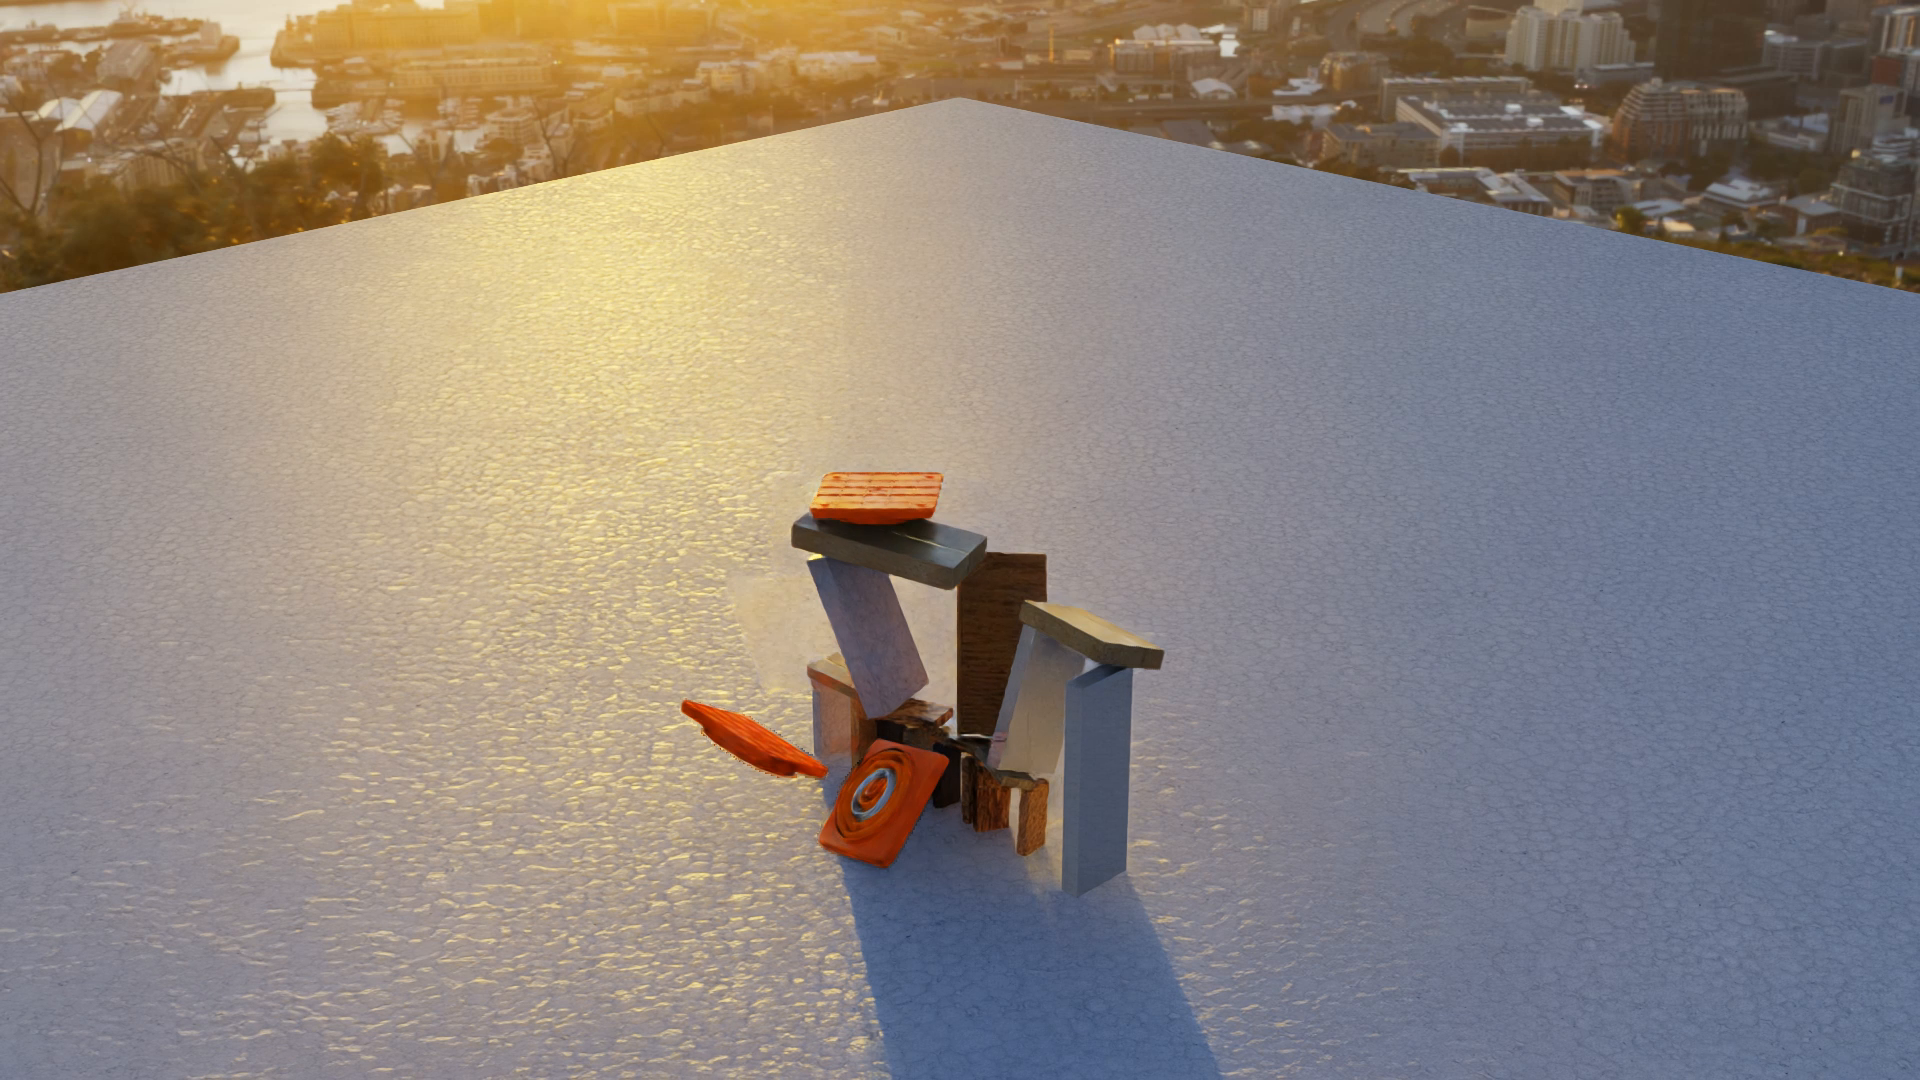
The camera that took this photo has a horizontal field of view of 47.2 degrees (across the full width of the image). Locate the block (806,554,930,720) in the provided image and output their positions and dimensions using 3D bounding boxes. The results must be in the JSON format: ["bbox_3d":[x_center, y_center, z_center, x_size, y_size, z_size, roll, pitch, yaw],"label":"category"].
[{"bbox_3d":[-0.185,0.169,4.477,0.049,0.349,0.175,-14,12,34],"label":"block"}]

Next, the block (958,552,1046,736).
[{"bbox_3d":[0.086,0.211,4.457,0.175,0.366,0.049,2,-9,-10],"label":"block"}]

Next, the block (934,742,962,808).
[{"bbox_3d":[-0.025,0.472,4.465,0.019,0.132,0.066,7,13,37],"label":"block"}]

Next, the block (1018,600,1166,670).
[{"bbox_3d":[0.247,0.179,4.163,0.141,0.040,0.283,9,10,-33],"label":"block"}]

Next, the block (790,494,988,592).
[{"bbox_3d":[-0.141,0.003,4.394,0.349,0.049,0.175,15,27,18],"label":"block"}]

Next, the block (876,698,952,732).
[{"bbox_3d":[-0.101,0.352,4.499,0.154,0.022,0.077,10,24,29],"label":"block"}]

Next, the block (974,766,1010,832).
[{"bbox_3d":[0.064,0.512,4.375,0.070,0.139,0.020,-7,25,-17],"label":"block"}]

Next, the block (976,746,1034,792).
[{"bbox_3d":[0.087,0.445,4.294,0.070,0.020,0.140,13,15,-25],"label":"block"}]

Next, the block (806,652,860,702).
[{"bbox_3d":[-0.228,0.288,4.592,0.179,0.025,0.090,21,31,41],"label":"block"}]

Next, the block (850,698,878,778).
[{"bbox_3d":[-0.186,0.398,4.593,0.025,0.179,0.090,21,31,41],"label":"block"}]

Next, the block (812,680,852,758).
[{"bbox_3d":[-0.270,0.365,4.671,0.025,0.179,0.090,21,31,41],"label":"block"}]

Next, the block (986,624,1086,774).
[{"bbox_3d":[0.154,0.310,4.264,0.141,0.283,0.040,9,9,-37],"label":"block"}]

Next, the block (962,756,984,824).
[{"bbox_3d":[0.033,0.497,4.409,0.019,0.132,0.066,9,15,43],"label":"block"}]

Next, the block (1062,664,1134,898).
[{"bbox_3d":[0.257,0.449,4.137,0.040,0.442,0.141,21,31,41],"label":"block"}]

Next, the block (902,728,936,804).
[{"bbox_3d":[-0.073,0.453,4.495,0.077,0.154,0.022,-21,22,-41],"label":"block"}]

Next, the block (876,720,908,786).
[{"bbox_3d":[-0.141,0.426,4.559,0.022,0.154,0.077,13,26,30],"label":"block"}]

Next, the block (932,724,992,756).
[{"bbox_3d":[0.016,0.407,4.431,0.132,0.019,0.066,17,18,30],"label":"block"}]

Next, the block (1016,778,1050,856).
[{"bbox_3d":[0.143,0.542,4.300,0.020,0.140,0.070,17,25,32],"label":"block"}]
